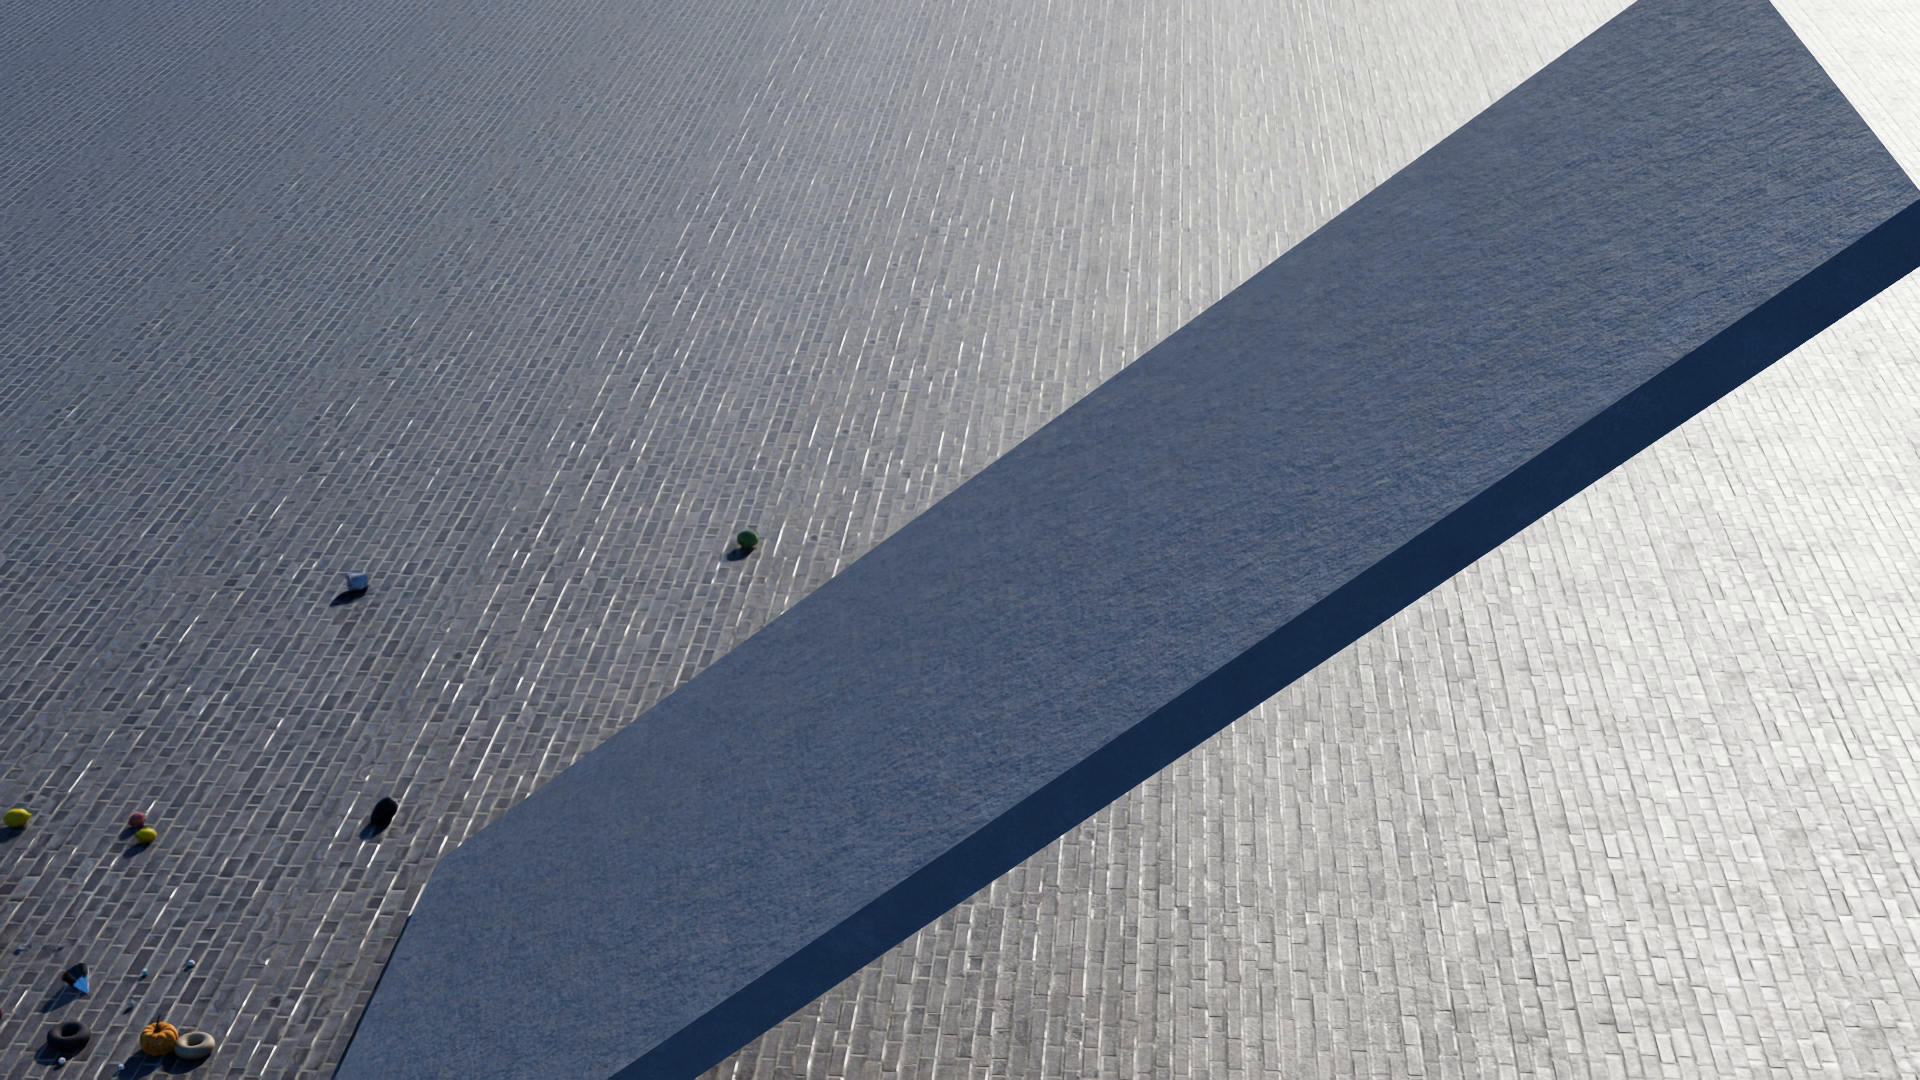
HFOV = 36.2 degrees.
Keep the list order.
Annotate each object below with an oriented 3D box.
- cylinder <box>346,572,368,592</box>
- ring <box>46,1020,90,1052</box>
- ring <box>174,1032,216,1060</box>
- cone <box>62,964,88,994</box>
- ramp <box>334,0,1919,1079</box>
[{"bbox_3d":[-1.970,0.138,9.620,0.057,0.057,0.057,-10,25,-23],"label":"cylinder"},{"bbox_3d":[-2.173,1.210,7.173,0.104,0.035,0.104,0,24,0],"label":"ring"},{"bbox_3d":[-1.857,1.227,7.136,0.098,0.033,0.098,0,22,0],"label":"ring"},{"bbox_3d":[-2.207,1.115,7.394,0.072,0.072,0.072,-19,57,-38],"label":"cone"},{"bbox_3d":[0.123,0.183,6.335,4.000,0.100,2.000,-35,16,17],"label":"ramp"}]
